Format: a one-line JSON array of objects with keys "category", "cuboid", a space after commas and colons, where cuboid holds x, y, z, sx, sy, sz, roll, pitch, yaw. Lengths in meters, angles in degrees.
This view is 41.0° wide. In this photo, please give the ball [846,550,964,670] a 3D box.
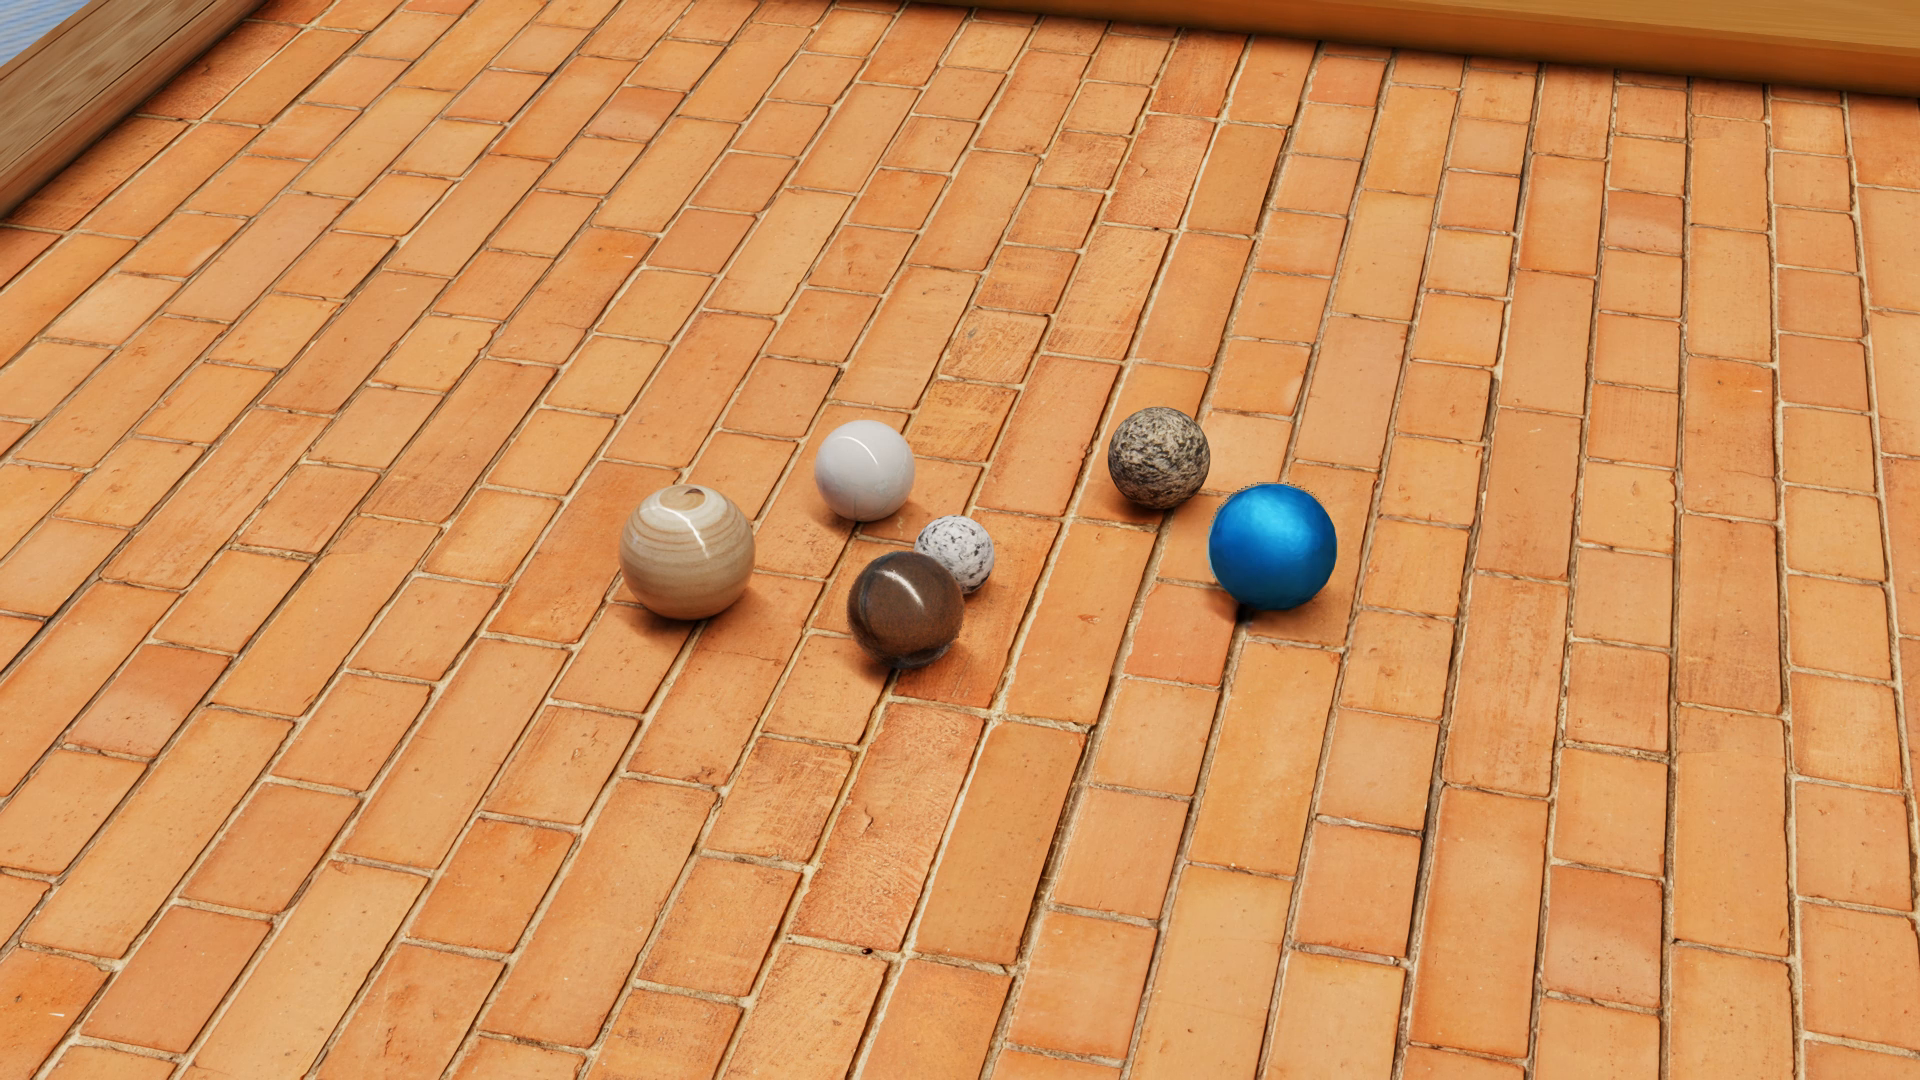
[{"category": "ball", "cuboid": [-0.039, 0.050, 1.817, 0.084, 0.084, 0.084, 0, 34, 0]}]

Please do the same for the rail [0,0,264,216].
[{"category": "rail", "cuboid": [-0.967, -0.155, 2.077, 0.045, 0.130, 2.164, 8, 35, 11]}]

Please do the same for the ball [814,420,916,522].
[{"category": "ball", "cuboid": [-0.073, -0.053, 1.974, 0.079, 0.079, 0.079, 0, 34, 0]}]

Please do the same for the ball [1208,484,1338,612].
[{"category": "ball", "cuboid": [0.229, 0.005, 1.874, 0.093, 0.093, 0.093, 0, 34, 0]}]

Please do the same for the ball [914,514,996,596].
[{"category": "ball", "cuboid": [-0.004, 0.012, 1.894, 0.061, 0.061, 0.061, 0, 34, 0]}]

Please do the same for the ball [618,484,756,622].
[{"category": "ball", "cuboid": [-0.198, 0.009, 1.863, 0.100, 0.100, 0.100, 0, 34, 0]}]

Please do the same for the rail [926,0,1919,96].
[{"category": "rail", "cuboid": [1.244, -0.461, 2.527, 4.079, 0.130, 0.045, 8, 35, 11]}]

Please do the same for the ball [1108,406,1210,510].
[{"category": "ball", "cuboid": [0.154, -0.063, 1.988, 0.080, 0.080, 0.080, 0, 34, 0]}]
